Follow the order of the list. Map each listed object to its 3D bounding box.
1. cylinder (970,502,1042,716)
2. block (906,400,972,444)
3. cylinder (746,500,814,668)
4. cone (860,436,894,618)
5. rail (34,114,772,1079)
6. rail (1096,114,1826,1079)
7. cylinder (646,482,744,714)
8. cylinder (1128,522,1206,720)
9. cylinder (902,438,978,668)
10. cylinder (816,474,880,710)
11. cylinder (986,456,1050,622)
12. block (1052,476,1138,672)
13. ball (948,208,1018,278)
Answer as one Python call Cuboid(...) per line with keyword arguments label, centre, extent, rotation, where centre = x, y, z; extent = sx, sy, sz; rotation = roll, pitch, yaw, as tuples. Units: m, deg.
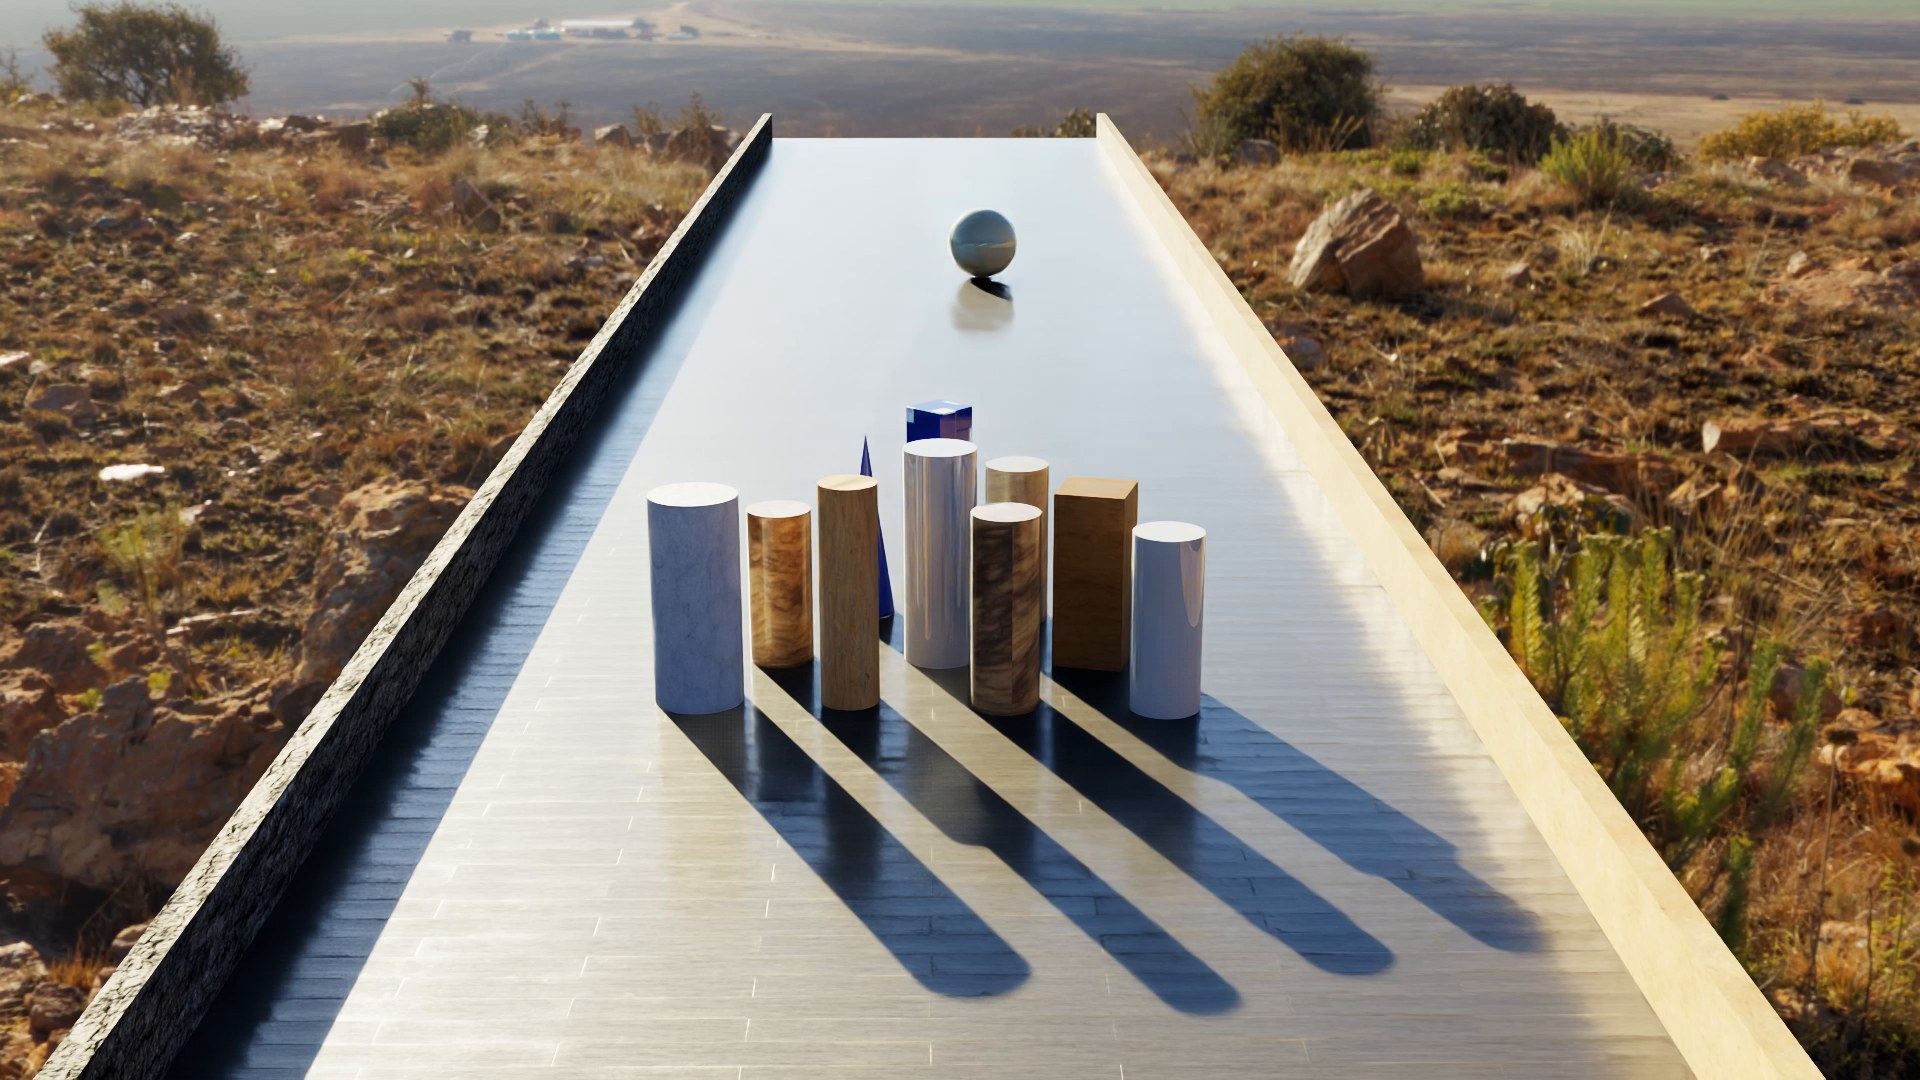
Cuboid(label="cylinder", centre=(0.085, 0.129, 4.128), extent=(0.132, 0.378, 0.132), rotation=(0, 17, 0))
Cuboid(label="block", centre=(-0.046, -0.099, 4.860), extent=(0.102, 0.400, 0.102), rotation=(15, 22, 41))
Cuboid(label="cylinder", centre=(-0.358, 0.088, 4.384), extent=(0.128, 0.312, 0.128), rotation=(0, 17, 0))
Cuboid(label="cone", centre=(-0.198, -0.035, 4.657), extent=(0.117, 0.393, 0.117), rotation=(0, 17, 0))
Cuboid(label="rail", centre=(-1.118, -0.838, 7.780), extent=(0.050, 0.150, 12.000), rotation=(0, 17, -1))
Cuboid(label="rail", centre=(0.932, -0.844, 7.801), extent=(0.050, 0.150, 12.000), rotation=(0, 17, -1))
Cuboid(label="cylinder", centre=(-0.498, 0.109, 4.149), extent=(0.170, 0.406, 0.170), rotation=(0, 17, 0))
Cuboid(label="cylinder", centre=(0.387, 0.150, 4.117), extent=(0.136, 0.345, 0.136), rotation=(0, 17, 0))
Cuboid(label="cylinder", centre=(-0.040, 0.027, 4.375), extent=(0.148, 0.434, 0.148), rotation=(0, 17, 0))
Cuboid(label="cylinder", centre=(-0.209, 0.099, 4.138), extent=(0.112, 0.431, 0.112), rotation=(0, 17, 0))
Cuboid(label="cylinder", centre=(0.120, 0.002, 4.631), extent=(0.133, 0.335, 0.133), rotation=(0, 17, 0))
Cuboid(label="block", centre=(0.269, 0.067, 4.381), extent=(0.140, 0.355, 0.140), rotation=(4, 17, 15))
Cuboid(label="ball", centre=(0.090, -1.177, 8.701), extent=(0.275, 0.275, 0.275), rotation=(0, 17, 0))
